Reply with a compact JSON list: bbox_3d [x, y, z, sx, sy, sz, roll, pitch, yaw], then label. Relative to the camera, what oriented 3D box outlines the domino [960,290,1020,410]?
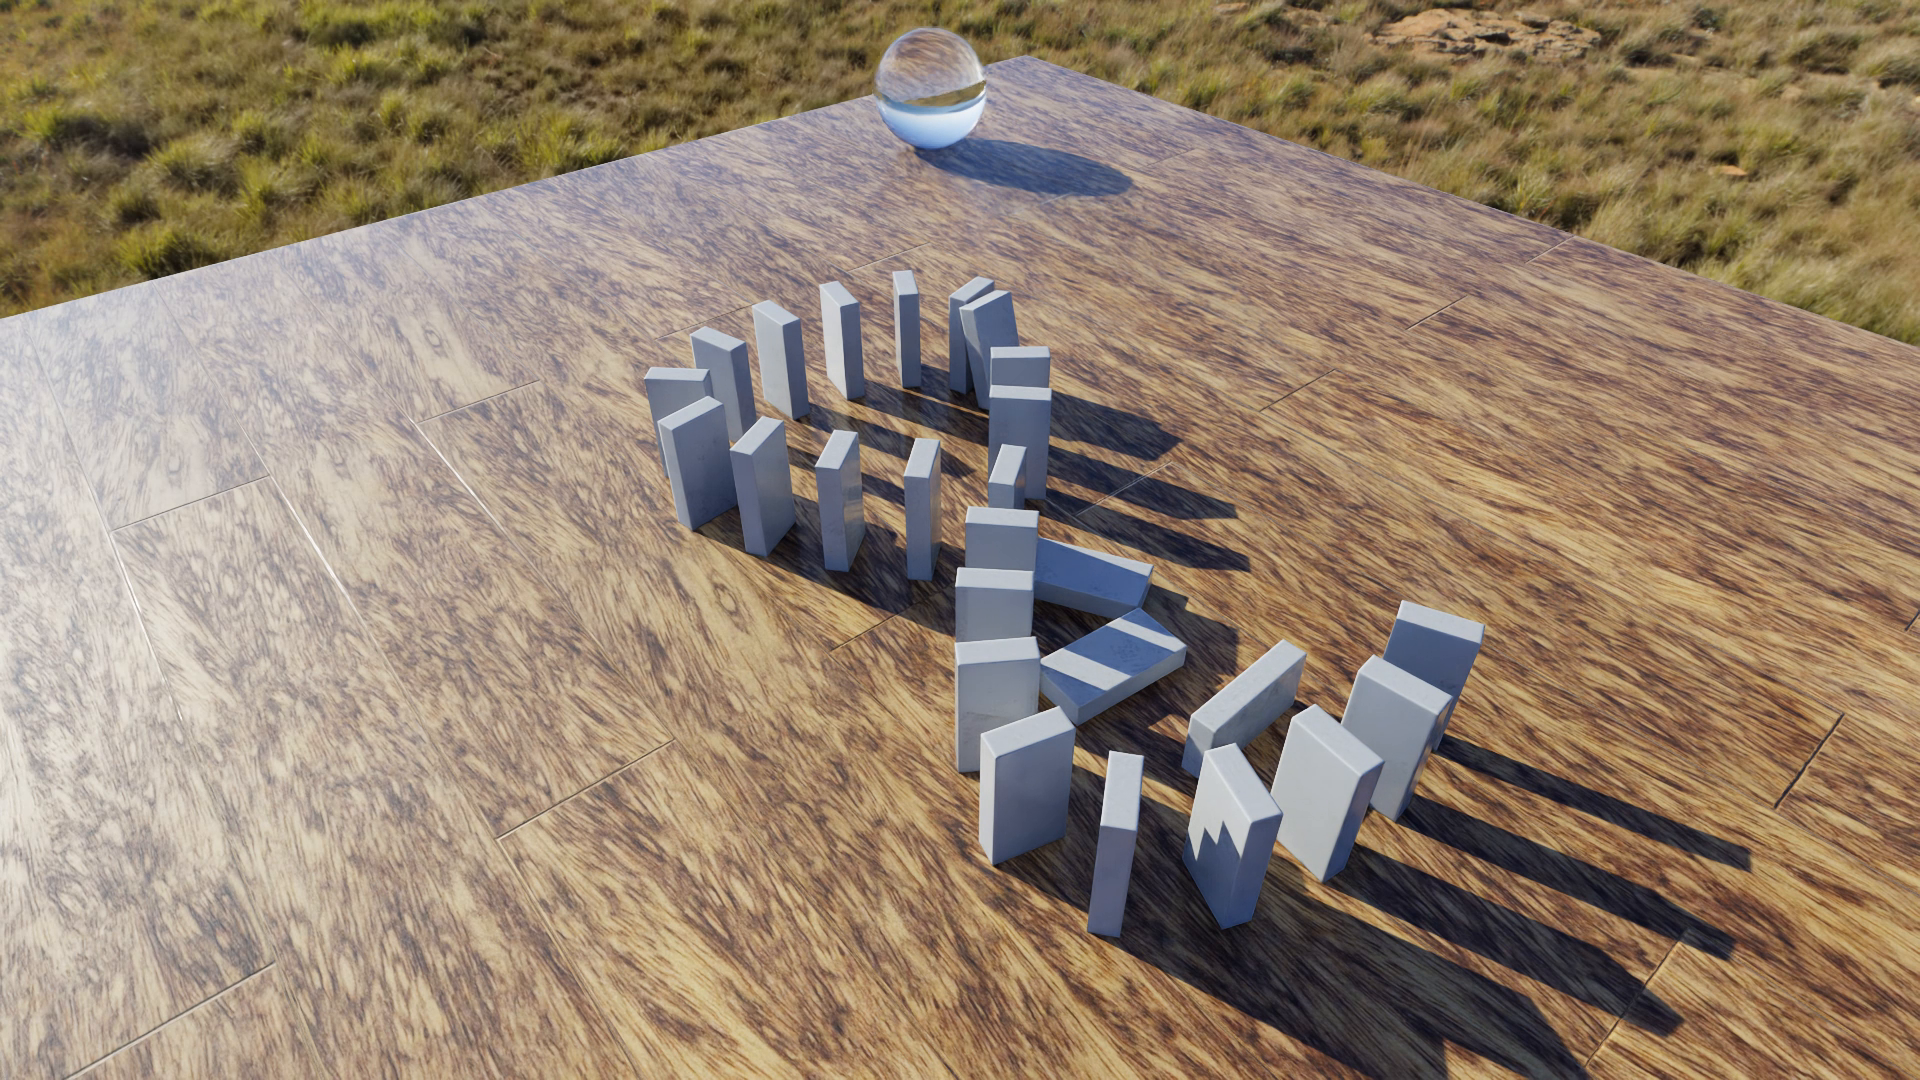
[{"bbox_3d":[0.016,-0.090,0.520,0.010,0.050,0.025,18,41,43],"label":"domino"}]

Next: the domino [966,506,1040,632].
[{"bbox_3d":[0.015,0.011,0.398,0.025,0.050,0.010,4,40,5],"label":"domino"}]

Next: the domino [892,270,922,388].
[{"bbox_3d":[-0.026,-0.103,0.537,0.009,0.050,0.025,-6,40,-7],"label":"domino"}]

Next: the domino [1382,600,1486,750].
[{"bbox_3d":[0.149,0.045,0.357,0.025,0.050,0.010,18,43,21],"label":"domino"}]

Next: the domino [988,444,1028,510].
[{"bbox_3d":[0.018,-0.009,0.422,0.010,0.050,0.025,8,40,10],"label":"domino"}]

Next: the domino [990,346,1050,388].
[{"bbox_3d":[0.026,-0.061,0.486,0.025,0.050,0.009,-1,39,-1],"label":"domino"}]

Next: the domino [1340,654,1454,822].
[{"bbox_3d":[0.130,0.061,0.337,0.025,0.050,0.009,31,48,32],"label":"domino"}]

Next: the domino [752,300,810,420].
[{"bbox_3d":[-0.083,-0.084,0.514,0.009,0.050,0.025,-29,47,-31],"label":"domino"}]

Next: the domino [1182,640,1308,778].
[{"bbox_3d":[0.094,0.056,0.363,0.050,0.025,0.009,-30,48,-32],"label":"domino"}]

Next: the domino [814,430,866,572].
[{"bbox_3d":[-0.046,-0.015,0.430,0.009,0.050,0.025,7,40,9],"label":"domino"}]

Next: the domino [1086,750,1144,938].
[{"bbox_3d":[0.043,0.085,0.307,0.009,0.050,0.025,7,40,9],"label":"domino"}]

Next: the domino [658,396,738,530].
[{"bbox_3d":[-0.106,-0.031,0.449,0.010,0.050,0.025,29,48,31],"label":"domino"}]

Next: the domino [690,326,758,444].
[{"bbox_3d":[-0.106,-0.069,0.495,0.025,0.050,0.009,24,45,27],"label":"domino"}]

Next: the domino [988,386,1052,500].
[{"bbox_3d":[0.025,-0.040,0.461,0.025,0.050,0.010,4,39,5],"label":"domino"}]

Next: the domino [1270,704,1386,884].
[{"bbox_3d":[0.105,0.074,0.321,0.010,0.050,0.025,-23,44,-25],"label":"domino"}]

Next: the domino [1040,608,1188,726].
[{"bbox_3d":[0.053,0.044,0.390,0.050,0.010,0.025,-24,45,-27],"label":"domino"}]

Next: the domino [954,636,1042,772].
[{"bbox_3d":[0.011,0.053,0.347,0.025,0.050,0.010,-4,39,-5],"label":"domino"}]

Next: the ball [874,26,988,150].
[{"bbox_3d":[-0.021,-0.318,0.776,0.080,0.080,0.080,0,39,0],"label":"ball"}]

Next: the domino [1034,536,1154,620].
[{"bbox_3d":[0.047,0.015,0.425,0.050,0.010,0.025,14,41,17],"label":"domino"}]

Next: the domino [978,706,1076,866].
[{"bbox_3d":[0.019,0.073,0.323,0.025,0.050,0.009,-16,42,-19],"label":"domino"}]

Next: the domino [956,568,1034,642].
[{"bbox_3d":[0.011,0.032,0.372,0.025,0.050,0.010,3,39,4],"label":"domino"}]

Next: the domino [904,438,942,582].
[{"bbox_3d":[-0.014,-0.011,0.425,0.010,0.050,0.025,5,40,7],"label":"domino"}]

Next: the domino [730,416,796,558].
[{"bbox_3d":[-0.078,-0.021,0.437,0.010,0.050,0.025,14,41,17],"label":"domino"}]

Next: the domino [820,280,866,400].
[{"bbox_3d":[-0.056,-0.095,0.528,0.010,0.050,0.025,-18,43,-21],"label":"domino"}]

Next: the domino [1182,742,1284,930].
[{"bbox_3d":[0.076,0.084,0.309,0.009,0.050,0.025,-12,41,-14],"label":"domino"}]

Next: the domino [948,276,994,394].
[{"bbox_3d":[0.006,-0.099,0.532,0.009,0.050,0.025,23,44,25],"label":"domino"}]

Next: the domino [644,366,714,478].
[{"bbox_3d":[-0.117,-0.049,0.472,0.025,0.050,0.010,3,39,4],"label":"domino"}]
